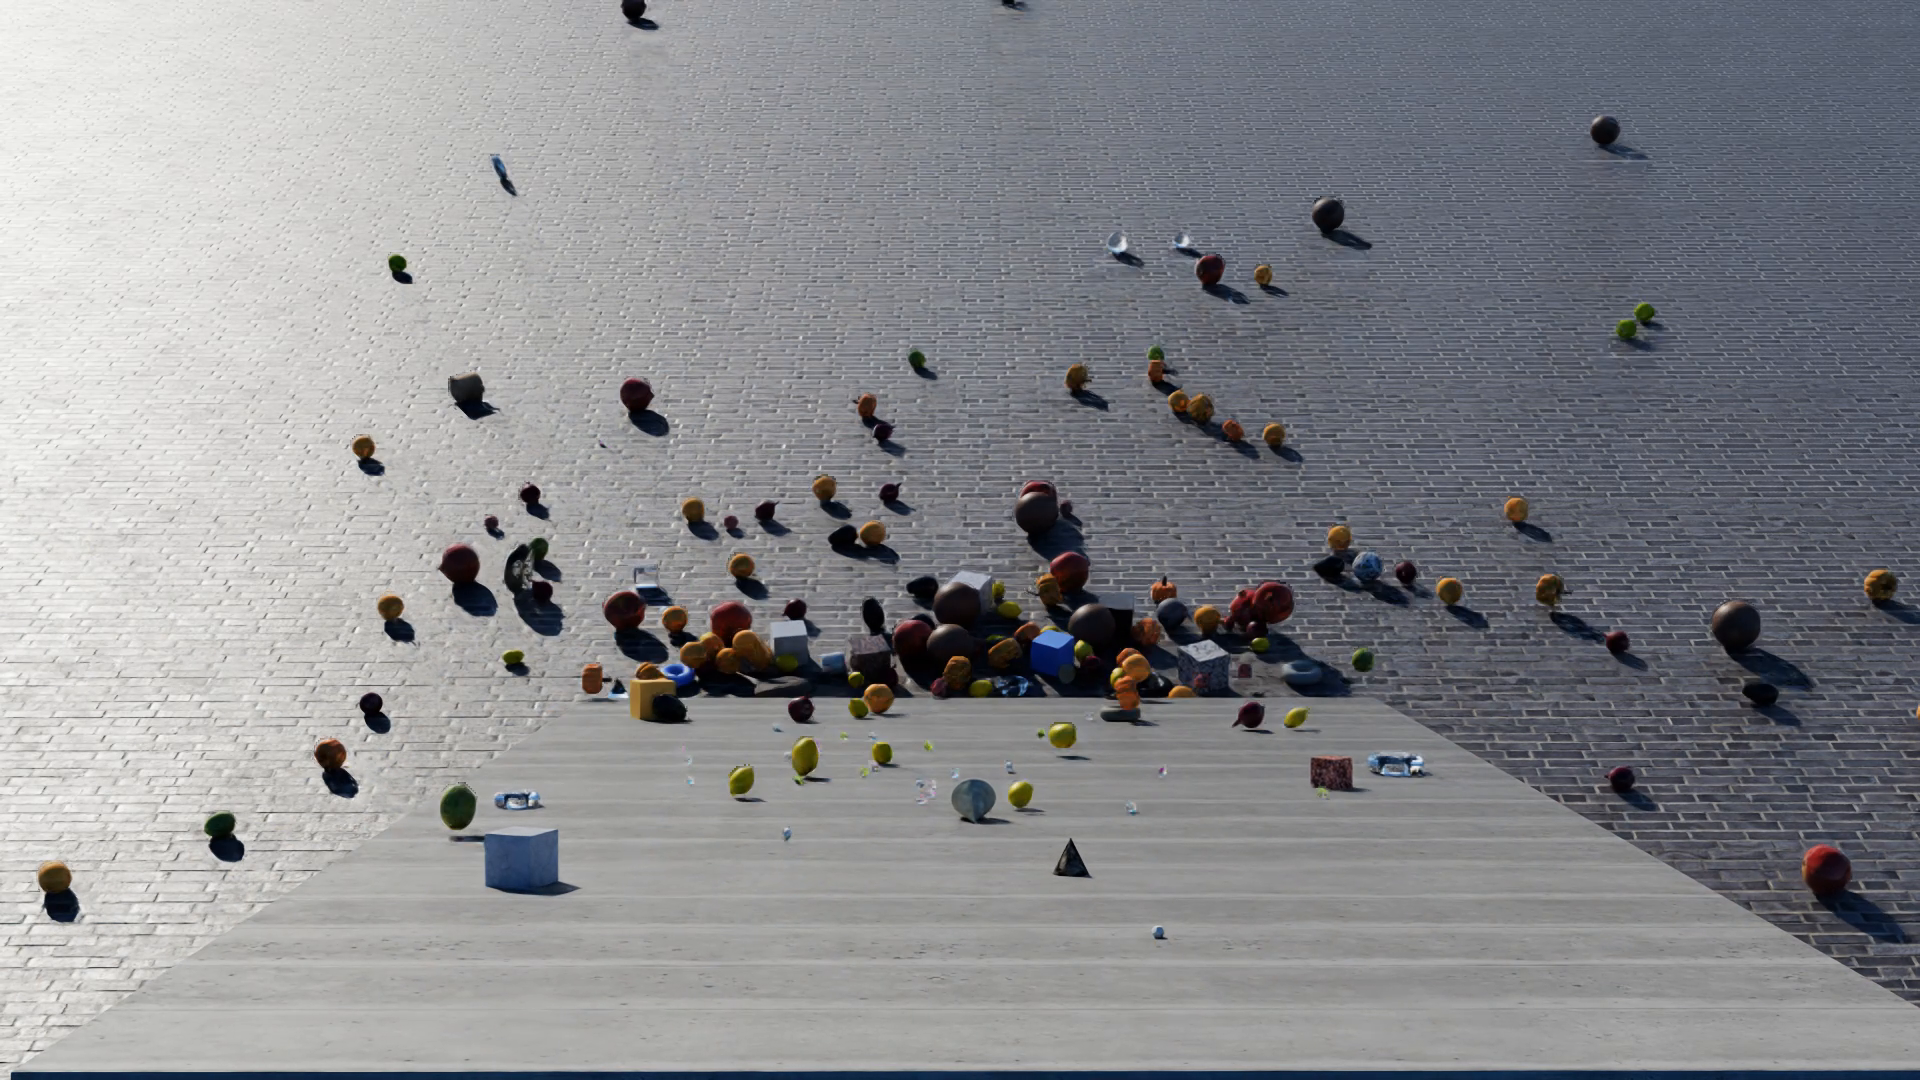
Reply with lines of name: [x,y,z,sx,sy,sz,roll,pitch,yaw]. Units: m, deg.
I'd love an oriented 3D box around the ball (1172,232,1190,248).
ball: [0.866,-1.177,10.098,0.066,0.066,0.066,0,25,0]

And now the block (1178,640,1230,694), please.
block: [0.643,0.334,6.803,0.096,0.096,0.096,-13,28,-26]

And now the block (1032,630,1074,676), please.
block: [0.248,0.302,6.887,0.084,0.084,0.084,14,28,28]

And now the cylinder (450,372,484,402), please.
cylinder: [-1.655,-0.511,8.643,0.082,0.082,0.082,-21,32,-38]

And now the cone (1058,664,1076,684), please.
cone: [0.297,0.356,6.842,0.052,0.052,0.052,17,3,32]

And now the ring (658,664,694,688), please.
ring: [-0.751,0.359,6.826,0.097,0.032,0.097,1,25,0]

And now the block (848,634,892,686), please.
block: [-0.240,0.320,6.836,0.094,0.094,0.094,-7,26,-15]

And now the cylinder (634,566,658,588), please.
cylinder: [-0.892,0.107,7.332,0.060,0.060,0.060,-4,25,-1]

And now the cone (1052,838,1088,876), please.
cone: [0.162,0.462,3.773,0.053,0.053,0.053,0,2,0]

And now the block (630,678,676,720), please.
block: [-0.722,0.374,6.054,0.087,0.087,0.087,-1,2,-23]

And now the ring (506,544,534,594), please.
ring: [-1.247,0.083,7.295,0.048,0.143,0.143,9,26,9]

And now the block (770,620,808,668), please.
block: [-0.460,0.279,6.929,0.090,0.090,0.090,-4,25,-10]

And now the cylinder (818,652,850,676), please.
cylinder: [-0.336,0.330,6.847,0.060,0.060,0.060,12,17,-30]

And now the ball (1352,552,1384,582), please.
ball: [1.166,0.076,7.370,0.088,0.088,0.088,0,25,0]

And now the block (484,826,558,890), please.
block: [-0.626,0.454,3.685,0.075,0.075,0.075,1,2,22]

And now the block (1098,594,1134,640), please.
block: [0.427,0.210,7.073,0.093,0.093,0.093,3,25,6]

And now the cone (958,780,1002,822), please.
cone: [0.025,0.454,4.323,0.076,0.076,0.076,6,52,13]

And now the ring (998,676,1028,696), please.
ring: [0.140,0.383,6.778,0.083,0.028,0.083,0,28,0]

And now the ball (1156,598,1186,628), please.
ball: [0.583,0.201,7.107,0.081,0.081,0.081,0,25,0]

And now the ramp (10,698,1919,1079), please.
ramp: [0.057,0.514,4.555,2.000,0.100,4.000,0,2,0]

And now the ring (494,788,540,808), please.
ring: [-0.776,0.453,4.511,0.080,0.027,0.080,-1,3,0]

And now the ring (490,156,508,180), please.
ring: [-1.950,-1.576,10.912,0.037,0.111,0.111,-29,32,-10]

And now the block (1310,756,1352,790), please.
block: [0.687,0.430,4.769,0.054,0.054,0.054,2,3,45]

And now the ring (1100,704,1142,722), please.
ring: [0.373,0.403,5.996,0.097,0.032,0.097,1,3,0]

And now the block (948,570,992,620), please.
block: [0.028,0.153,7.196,0.093,0.093,0.093,10,27,21]

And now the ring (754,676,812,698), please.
ring: [-0.460,0.389,6.707,0.149,0.050,0.149,-3,7,0]

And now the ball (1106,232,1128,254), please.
ball: [0.613,-1.158,10.037,0.084,0.084,0.084,0,25,0]

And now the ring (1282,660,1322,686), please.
ring: [0.907,0.353,6.833,0.110,0.037,0.110,0,23,0]

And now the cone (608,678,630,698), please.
cone: [-0.891,0.387,6.721,0.062,0.062,0.062,1,18,0]

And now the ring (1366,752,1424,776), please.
ring: [0.841,0.432,4.983,0.111,0.037,0.111,0,3,0]

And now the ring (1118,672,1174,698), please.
ring: [0.487,0.392,6.734,0.147,0.049,0.147,0,23,0]
